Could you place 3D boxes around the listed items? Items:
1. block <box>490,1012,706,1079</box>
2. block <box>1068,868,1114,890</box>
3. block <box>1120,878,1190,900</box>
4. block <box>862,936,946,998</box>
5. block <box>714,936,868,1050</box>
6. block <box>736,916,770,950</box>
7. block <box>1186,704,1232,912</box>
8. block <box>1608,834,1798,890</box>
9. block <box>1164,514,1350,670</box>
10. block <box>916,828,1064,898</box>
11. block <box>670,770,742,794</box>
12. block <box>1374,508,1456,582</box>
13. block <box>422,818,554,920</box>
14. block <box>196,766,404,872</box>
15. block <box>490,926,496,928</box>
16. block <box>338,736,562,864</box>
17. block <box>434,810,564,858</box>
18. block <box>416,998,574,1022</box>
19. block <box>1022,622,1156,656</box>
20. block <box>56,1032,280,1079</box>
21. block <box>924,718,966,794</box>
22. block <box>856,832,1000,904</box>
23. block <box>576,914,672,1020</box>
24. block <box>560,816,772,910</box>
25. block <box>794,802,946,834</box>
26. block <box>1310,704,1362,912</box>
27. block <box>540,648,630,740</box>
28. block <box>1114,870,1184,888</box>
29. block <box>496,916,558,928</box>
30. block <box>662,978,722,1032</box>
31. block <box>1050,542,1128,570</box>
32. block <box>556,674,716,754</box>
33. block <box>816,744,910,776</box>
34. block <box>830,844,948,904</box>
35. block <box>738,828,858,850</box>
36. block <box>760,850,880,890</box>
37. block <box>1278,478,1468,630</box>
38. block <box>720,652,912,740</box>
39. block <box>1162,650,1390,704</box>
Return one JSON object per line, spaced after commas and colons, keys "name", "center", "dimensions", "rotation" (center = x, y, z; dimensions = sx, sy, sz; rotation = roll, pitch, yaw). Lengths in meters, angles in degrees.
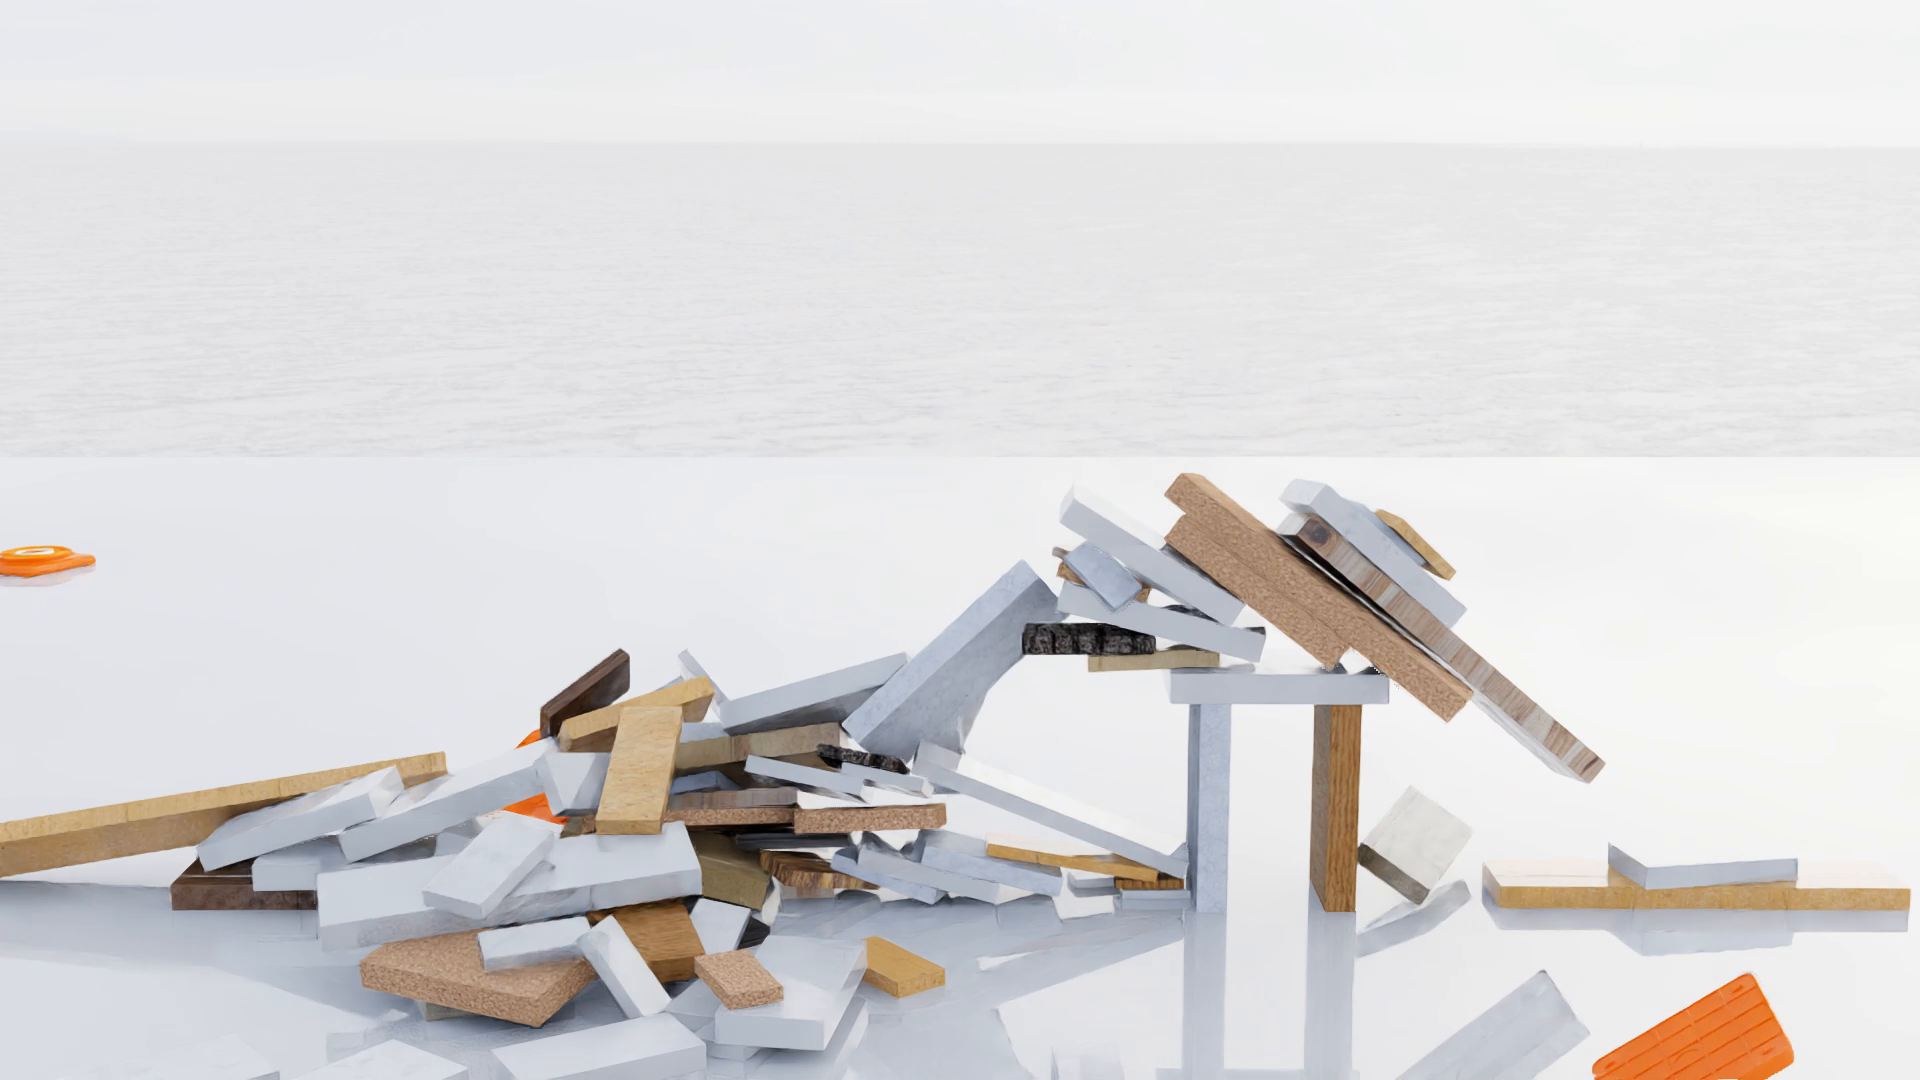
{"name": "block", "center": [-0.487, 0.701, 2.969], "dimensions": [0.257, 0.036, 0.129], "rotation": [-6, 12, -30]}
{"name": "block", "center": [0.244, 0.571, 3.728], "dimensions": [0.112, 0.016, 0.056], "rotation": [-2, 11, -13]}
{"name": "block", "center": [0.325, 0.582, 3.666], "dimensions": [0.112, 0.016, 0.056], "rotation": [0, 11, -1]}
{"name": "block", "center": [-0.110, 0.643, 3.317], "dimensions": [0.088, 0.025, 0.175], "rotation": [-8, 13, -37]}
{"name": "block", "center": [-0.236, 0.643, 3.139], "dimensions": [0.152, 0.043, 0.303], "rotation": [2, 11, 9]}
{"name": "block", "center": [-0.395, 0.621, 3.431], "dimensions": [0.178, 0.025, 0.089], "rotation": [-8, 13, -36]}
{"name": "block", "center": [0.410, 0.419, 3.636], "dimensions": [0.049, 0.349, 0.175], "rotation": [0, 11, 0]}
{"name": "block", "center": [1.234, 0.534, 3.658], "dimensions": [0.268, 0.038, 0.134], "rotation": [-2, 10, -10]}
{"name": "block", "center": [0.486, 0.077, 3.560], "dimensions": [0.335, 0.047, 0.167], "rotation": [39, 11, 7]}
{"name": "block", "center": [0.048, 0.532, 3.648], "dimensions": [0.236, 0.033, 0.118], "rotation": [15, 8, -7]}
{"name": "block", "center": [-0.489, 0.447, 3.812], "dimensions": [0.201, 0.028, 0.100], "rotation": [-13, -30, 18]}
{"name": "block", "center": [0.747, 0.007, 3.620], "dimensions": [0.149, 0.021, 0.075], "rotation": [40, -3, -26]}
{"name": "block", "center": [-0.701, 0.488, 3.280], "dimensions": [0.099, 0.028, 0.199], "rotation": [10, 29, 20]}
{"name": "block", "center": [-1.093, 0.462, 3.653], "dimensions": [0.307, 0.043, 0.153], "rotation": [-18, 10, 6]}
{"name": "block", "center": [-0.711, 0.622, 3.412], "dimensions": [0.107, 0.030, 0.214], "rotation": [8, 13, 35]}
{"name": "block", "center": [-0.834, 0.425, 3.622], "dimensions": [0.346, 0.049, 0.173], "rotation": [-20, 10, 4]}
{"name": "block", "center": [-0.679, 0.523, 3.650], "dimensions": [0.346, 0.049, 0.173], "rotation": [15, 10, -2]}
{"name": "block", "center": [-0.684, 0.656, 3.225], "dimensions": [0.214, 0.030, 0.107], "rotation": [-5, 13, -23]}
{"name": "block", "center": [0.210, 0.160, 3.581], "dimensions": [0.212, 0.030, 0.106], "rotation": [-1, 10, 7]}
{"name": "block", "center": [-1.059, 0.721, 2.841], "dimensions": [0.311, 0.044, 0.156], "rotation": [-8, 13, -38]}
{"name": "block", "center": [-0.030, 0.373, 3.871], "dimensions": [0.075, 0.149, 0.021], "rotation": [-3, 11, 17]}
{"name": "block", "center": [-0.053, 0.539, 3.645], "dimensions": [0.236, 0.033, 0.118], "rotation": [15, 8, -4]}
{"name": "block", "center": [-0.480, 0.618, 3.145], "dimensions": [0.022, 0.157, 0.078], "rotation": [-37, -3, 21]}
{"name": "block", "center": [-0.484, 0.522, 3.661], "dimensions": [0.346, 0.049, 0.173], "rotation": [15, 10, -2]}
{"name": "block", "center": [-0.146, 0.461, 3.646], "dimensions": [0.236, 0.033, 0.118], "rotation": [-3, -3, 7]}
{"name": "block", "center": [0.620, 0.418, 3.636], "dimensions": [0.049, 0.349, 0.175], "rotation": [0, 11, 0]}
{"name": "block", "center": [-0.642, 0.272, 3.776], "dimensions": [0.026, 0.093, 0.186], "rotation": [35, 52, 22]}
{"name": "block", "center": [0.314, 0.565, 3.671], "dimensions": [0.113, 0.016, 0.056], "rotation": [0, 11, 0]}
{"name": "block", "center": [-0.606, 0.585, 3.443], "dimensions": [0.107, 0.030, 0.214], "rotation": [24, 23, 33]}
{"name": "block", "center": [-0.359, 0.667, 3.188], "dimensions": [0.083, 0.024, 0.166], "rotation": [3, 11, 17]}
{"name": "block", "center": [0.214, 0.033, 3.575], "dimensions": [0.120, 0.017, 0.060], "rotation": [20, 13, 19]}
{"name": "block", "center": [-0.566, 0.323, 3.797], "dimensions": [0.274, 0.137, 0.039], "rotation": [-17, 62, -33]}
{"name": "block", "center": [-0.162, 0.372, 3.676], "dimensions": [0.143, 0.020, 0.072], "rotation": [9, -19, 18]}
{"name": "block", "center": [-0.114, 0.553, 3.651], "dimensions": [0.184, 0.026, 0.092], "rotation": [18, 9, 14]}
{"name": "block", "center": [-0.271, 0.498, 3.673], "dimensions": [0.184, 0.026, 0.092], "rotation": [-3, -3, 7]}
{"name": "block", "center": [-0.231, 0.548, 3.652], "dimensions": [0.184, 0.026, 0.092], "rotation": [9, 10, -36]}
{"name": "block", "center": [0.677, 0.021, 3.621], "dimensions": [0.320, 0.045, 0.160], "rotation": [40, -3, -11]}
{"name": "block", "center": [-0.221, 0.290, 3.775], "dimensions": [0.339, 0.048, 0.170], "rotation": [-16, -30, 11]}
{"name": "block", "center": [0.512, 0.223, 3.598], "dimensions": [0.349, 0.049, 0.175], "rotation": [0, 11, 1]}
